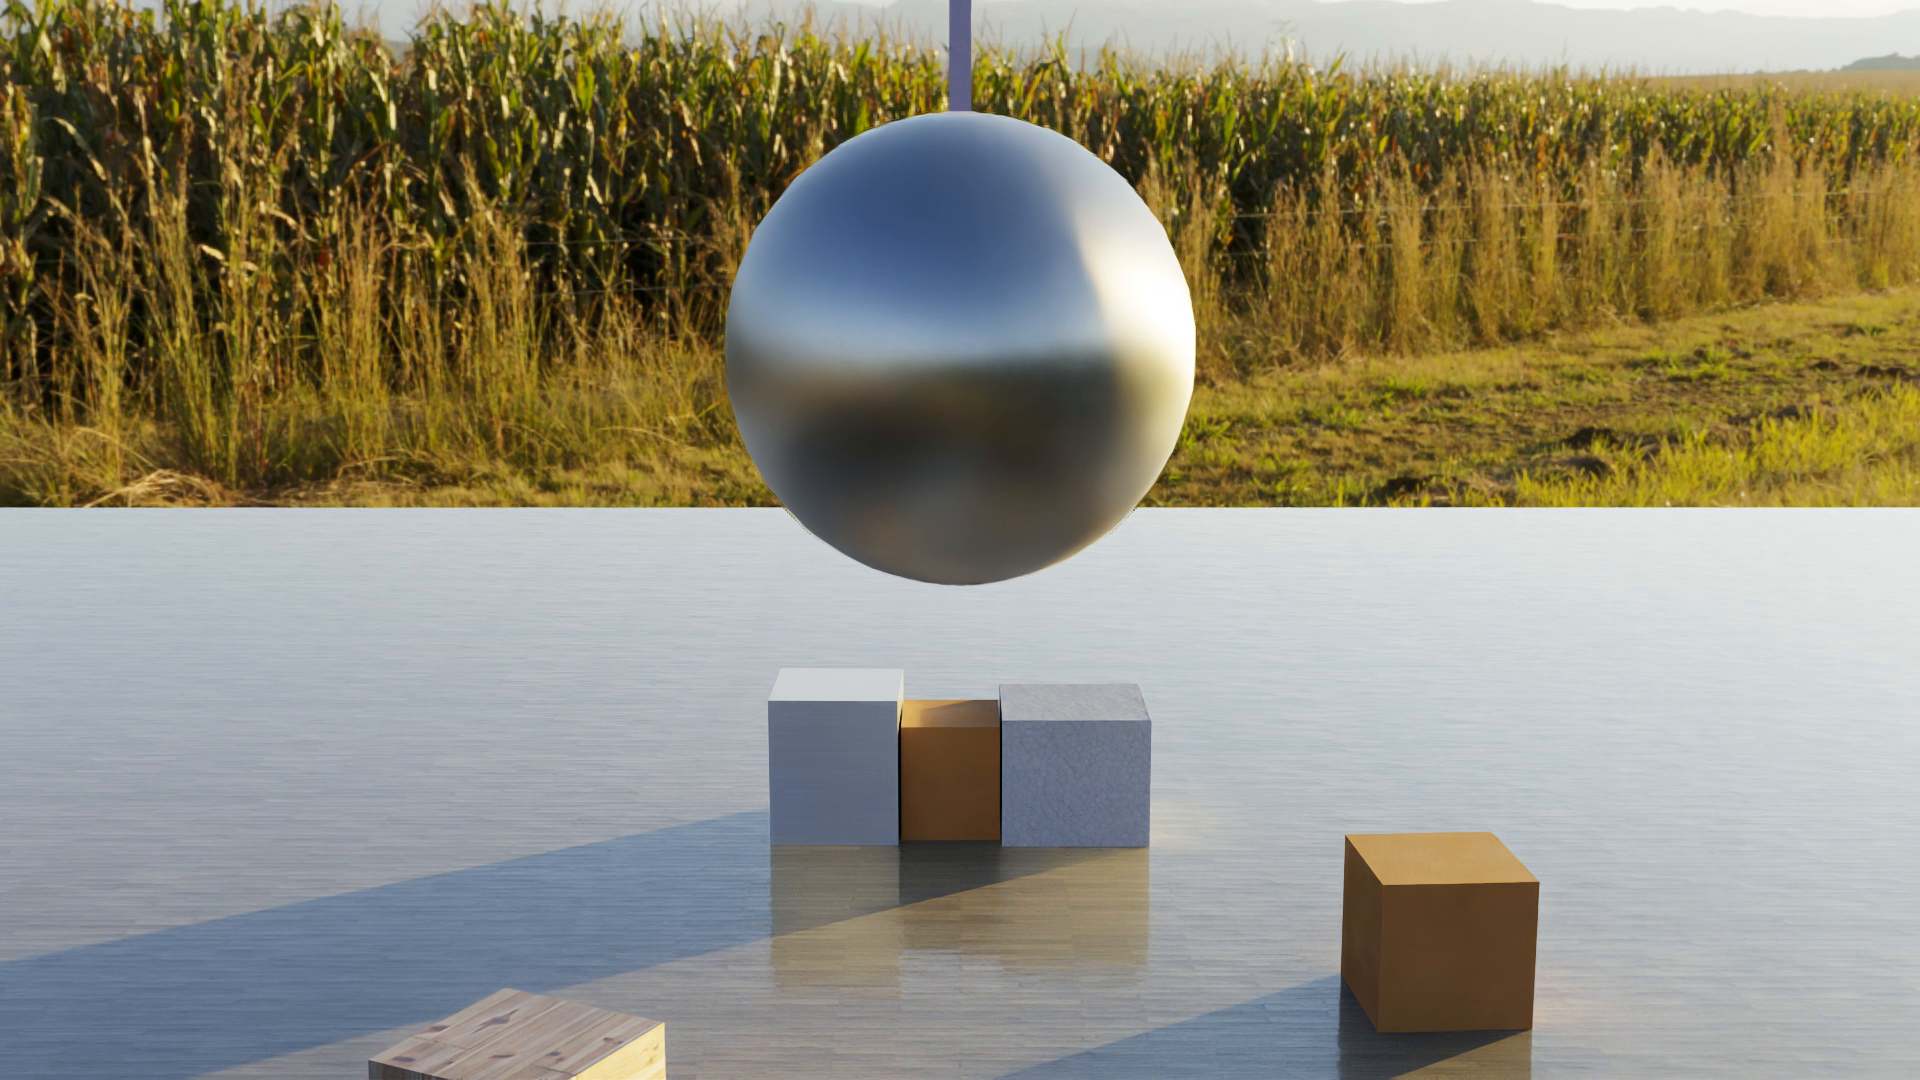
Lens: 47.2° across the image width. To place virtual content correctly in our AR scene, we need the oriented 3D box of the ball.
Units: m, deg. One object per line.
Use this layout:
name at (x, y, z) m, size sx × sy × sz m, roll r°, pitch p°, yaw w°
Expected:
ball at (0.000, -0.645, 7.483) m, size 1.600 × 1.600 × 1.600 m, roll 0°, pitch 10°, yaw 0°

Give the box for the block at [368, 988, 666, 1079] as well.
block at (-1.457, 1.936, 7.319) m, size 0.675 × 0.572 × 0.693 m, roll 5°, pitch 12°, yaw 27°

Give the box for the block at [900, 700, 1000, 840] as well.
block at (-0.048, 1.184, 11.402) m, size 0.499 × 0.591 × 0.557 m, roll 0°, pitch 10°, yaw 0°

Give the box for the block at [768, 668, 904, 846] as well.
block at (-0.629, 1.109, 11.368) m, size 0.647 × 0.750 × 0.684 m, roll 0°, pitch 10°, yaw 1°

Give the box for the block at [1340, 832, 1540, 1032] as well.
block at (1.959, 1.600, 9.043) m, size 0.627 × 0.616 × 0.642 m, roll -1°, pitch 10°, yaw -3°

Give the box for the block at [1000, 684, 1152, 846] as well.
block at (0.582, 1.154, 11.389) m, size 0.743 × 0.655 × 0.754 m, roll 0°, pitch 10°, yaw 0°

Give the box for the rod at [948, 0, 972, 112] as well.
rod at (0.000, -3.710, 8.954) m, size 0.080 × 5.200 × 0.080 m, roll 0°, pitch -26°, yaw 0°
